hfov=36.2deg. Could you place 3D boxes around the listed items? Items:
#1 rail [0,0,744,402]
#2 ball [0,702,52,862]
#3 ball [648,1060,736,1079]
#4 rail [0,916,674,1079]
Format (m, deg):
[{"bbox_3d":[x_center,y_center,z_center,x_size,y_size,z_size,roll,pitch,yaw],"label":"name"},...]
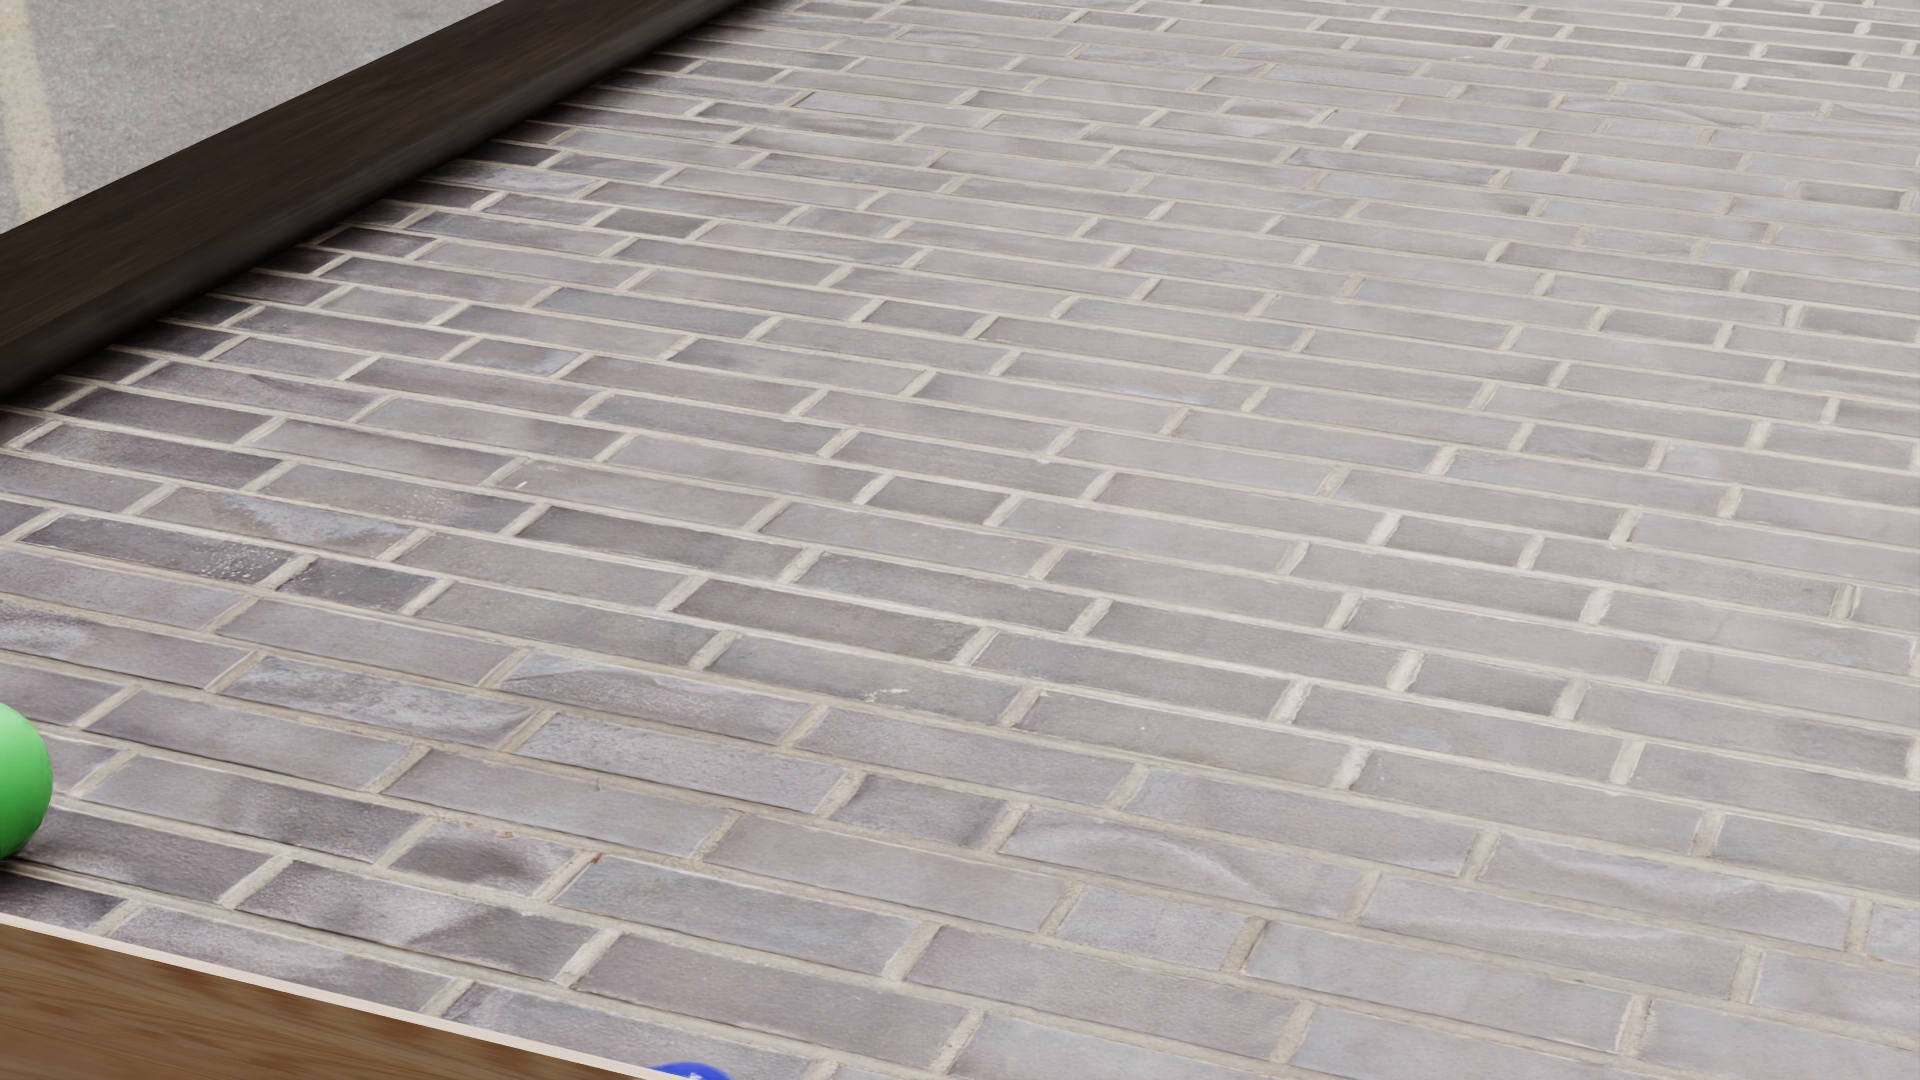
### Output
[{"bbox_3d":[-0.447,-0.419,2.743,0.045,0.124,2.853,9,26,20],"label":"rail"},{"bbox_3d":[-0.538,0.131,1.584,0.095,0.095,0.095,0,25,0],"label":"ball"},{"bbox_3d":[-0.123,0.268,1.313,0.071,0.071,0.071,0,25,0],"label":"ball"},{"bbox_3d":[-0.255,0.244,1.301,1.578,0.124,0.045,9,26,20],"label":"rail"}]
